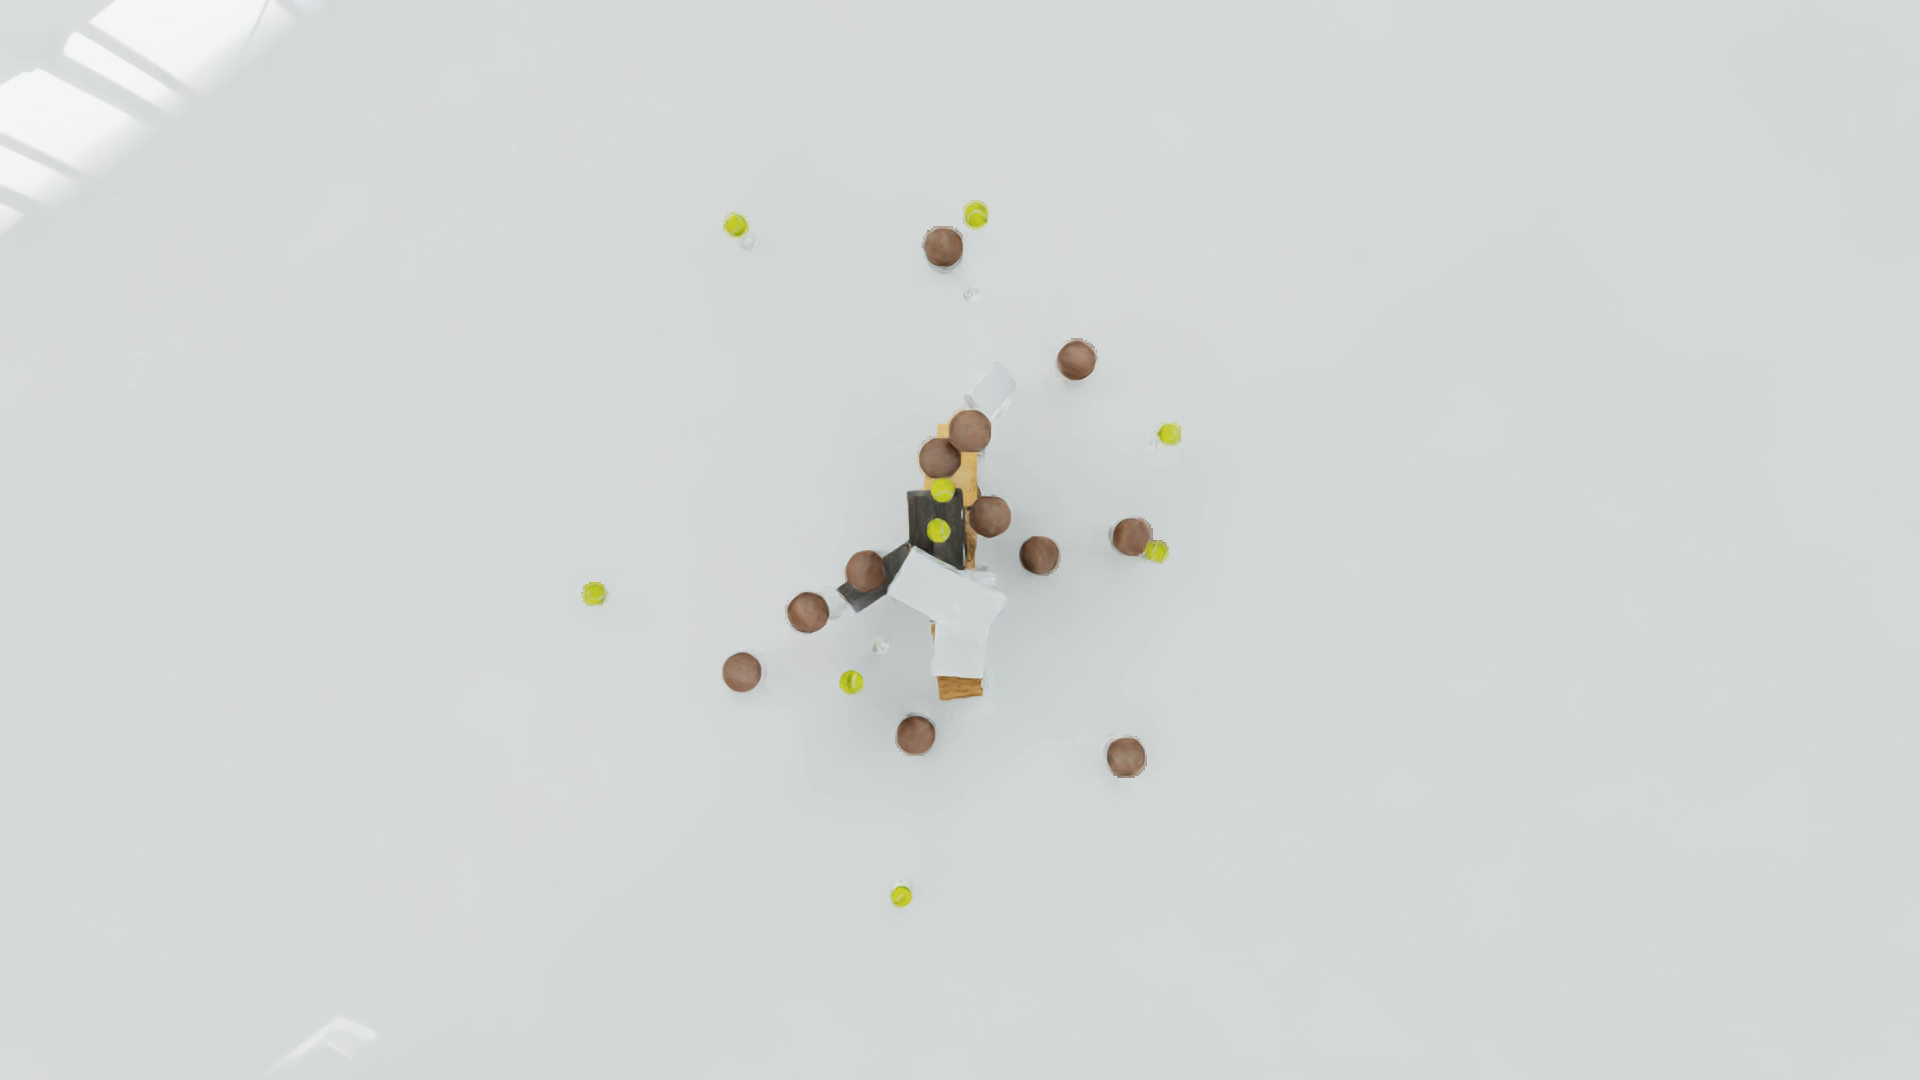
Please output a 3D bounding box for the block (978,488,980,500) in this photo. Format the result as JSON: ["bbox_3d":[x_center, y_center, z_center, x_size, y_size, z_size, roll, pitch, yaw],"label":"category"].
[{"bbox_3d":[-0.002,-0.152,5.368,0.129,0.258,0.037,0,89,2],"label":"block"}]

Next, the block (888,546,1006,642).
[{"bbox_3d":[-0.038,0.161,4.847,0.312,0.044,0.156,28,108,-12],"label":"block"}]

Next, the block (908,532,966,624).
[{"bbox_3d":[-0.054,0.097,5.001,0.144,0.041,0.288,-15,81,3],"label":"block"}]

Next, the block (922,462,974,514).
[{"bbox_3d":[-0.056,-0.093,5.138,0.144,0.041,0.288,11,72,3],"label":"block"}]

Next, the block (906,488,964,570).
[{"bbox_3d":[-0.070,0.002,4.873,0.156,0.044,0.312,-3,116,-2],"label":"block"}]

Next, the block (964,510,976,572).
[{"bbox_3d":[-0.024,0.056,5.140,0.144,0.041,0.358,-2,50,4],"label":"block"}]

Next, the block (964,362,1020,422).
[{"bbox_3d":[0.098,-0.462,5.132,0.098,0.028,0.196,51,52,-15],"label":"block"}]

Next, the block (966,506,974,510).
[{"bbox_3d":[-0.007,-0.036,5.287,0.099,0.028,0.197,0,90,0],"label":"block"}]

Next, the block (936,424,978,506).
[{"bbox_3d":[-0.009,-0.236,5.221,0.129,0.037,0.258,1,90,2],"label":"block"}]

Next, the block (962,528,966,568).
[{"bbox_3d":[-0.039,-0.004,4.911,0.098,0.028,0.196,-4,116,-2],"label":"block"}]

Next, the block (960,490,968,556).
[{"bbox_3d":[-0.033,-0.047,4.939,0.098,0.028,0.196,-5,107,-2],"label":"block"}]

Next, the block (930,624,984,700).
[{"bbox_3d":[-0.012,0.358,5.119,0.132,0.037,0.265,-8,72,2],"label":"block"}]

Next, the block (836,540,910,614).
[{"bbox_3d":[-0.220,0.100,5.243,0.341,0.132,0.037,-34,123,-10],"label":"block"}]

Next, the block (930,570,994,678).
[{"bbox_3d":[0.007,0.253,4.940,0.156,0.044,0.333,4,113,-6],"label":"block"}]

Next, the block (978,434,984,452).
[{"bbox_3d":[0.007,-0.316,5.368,0.129,0.258,0.037,1,90,2],"label":"block"}]

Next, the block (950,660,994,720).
[{"bbox_3d":[0.022,0.424,5.182,0.132,0.037,0.265,-9,93,2],"label":"block"}]
